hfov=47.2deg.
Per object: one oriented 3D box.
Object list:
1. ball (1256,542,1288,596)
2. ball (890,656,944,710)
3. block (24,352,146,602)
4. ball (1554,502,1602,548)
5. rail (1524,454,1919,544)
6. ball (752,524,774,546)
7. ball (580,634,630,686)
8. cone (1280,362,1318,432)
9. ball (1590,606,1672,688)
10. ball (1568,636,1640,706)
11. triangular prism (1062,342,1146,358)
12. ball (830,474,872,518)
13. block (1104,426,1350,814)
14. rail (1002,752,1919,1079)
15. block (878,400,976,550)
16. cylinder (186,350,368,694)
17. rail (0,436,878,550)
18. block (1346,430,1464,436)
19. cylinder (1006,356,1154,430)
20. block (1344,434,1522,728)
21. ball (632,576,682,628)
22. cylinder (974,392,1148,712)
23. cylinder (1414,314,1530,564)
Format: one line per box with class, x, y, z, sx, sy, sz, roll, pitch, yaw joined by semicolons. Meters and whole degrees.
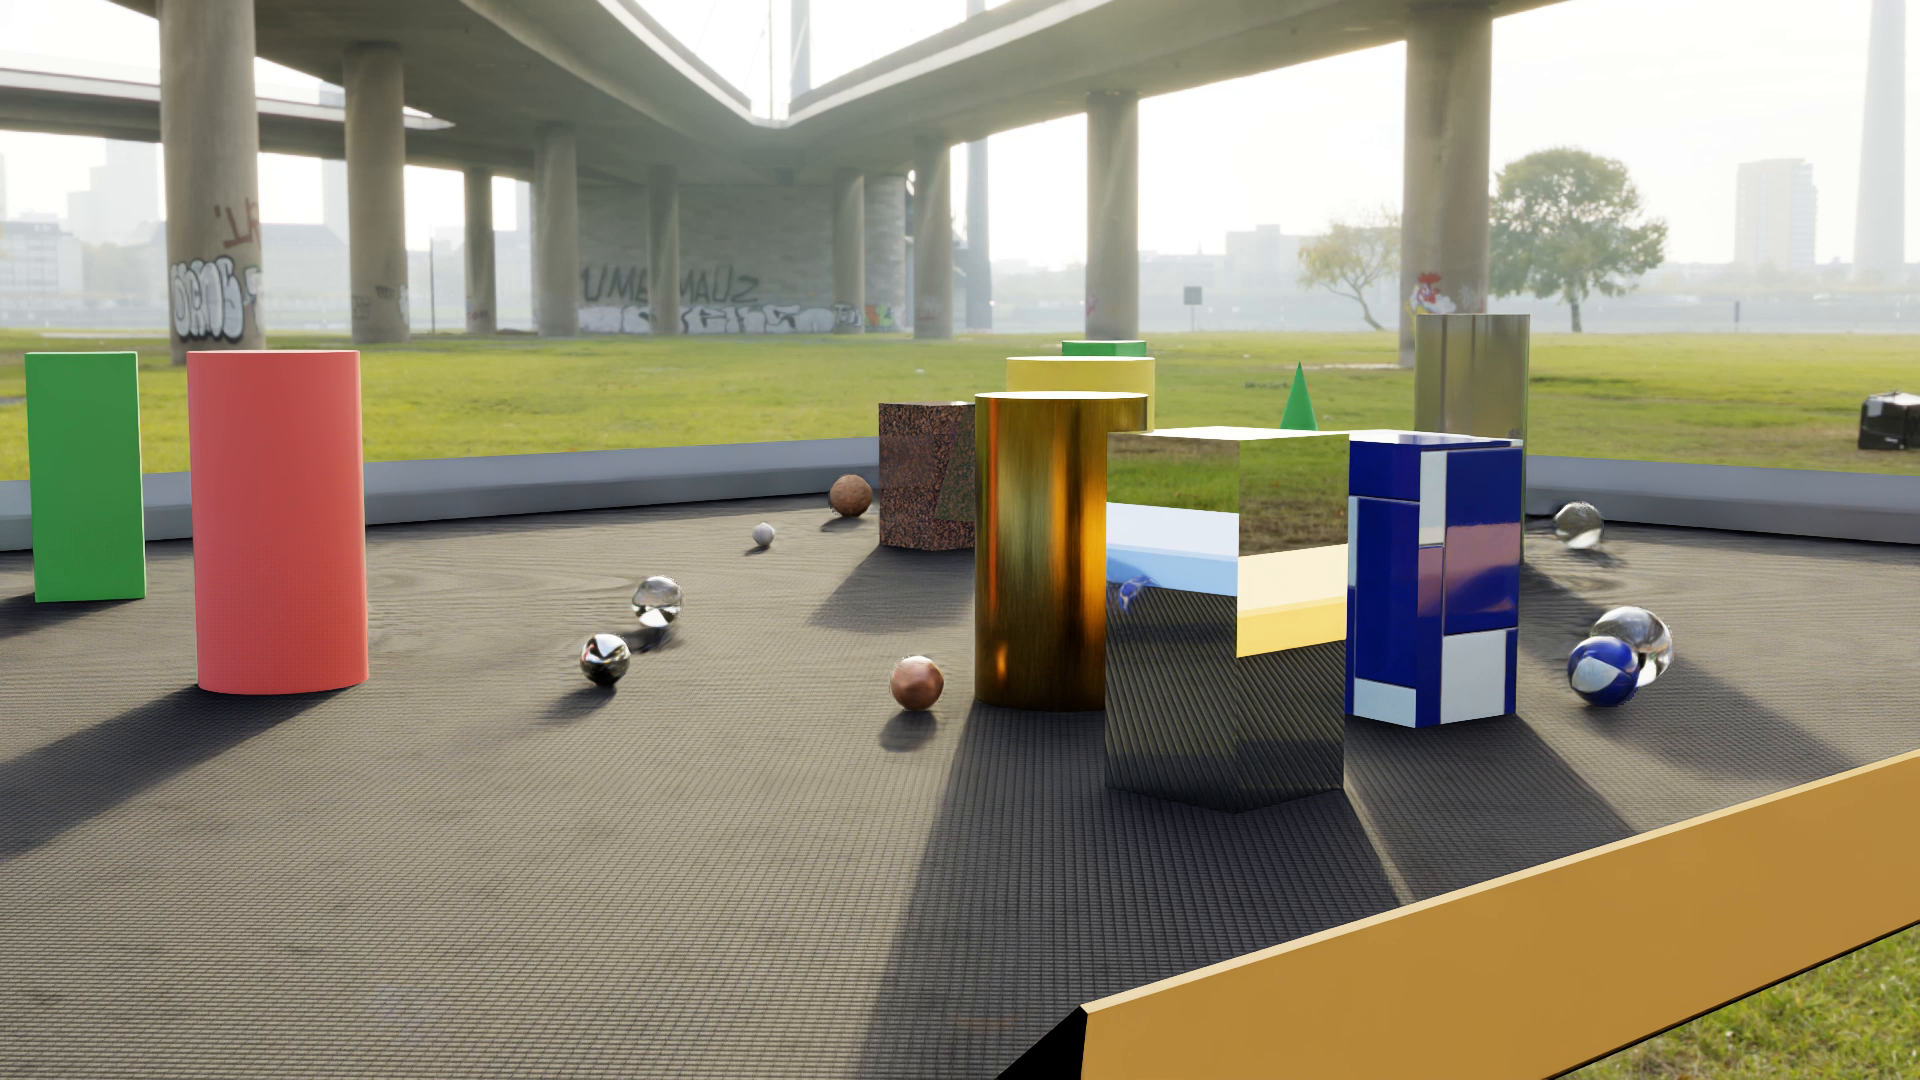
ball;0.507;0.045;3.441;0.085;0.085;0.085;0;6;0
ball;-0.048;0.160;2.453;0.060;0.060;0.060;0;6;0
block;-1.366;-0.103;3.443;0.157;0.379;0.157;-2;6;-20
ball;1.159;-0.027;4.121;0.086;0.086;0.086;0;6;0
rail;1.405;-0.101;4.622;0.045;0.128;3.516;-5;8;-42
ball;-0.373;-0.010;4.172;0.042;0.042;0.042;0;6;0
ball;-0.423;0.142;2.619;0.061;0.061;0.061;0;6;0
cone;0.629;-0.158;4.088;0.197;0.353;0.197;0;6;0
ball;0.793;0.127;2.602;0.096;0.096;0.096;0;6;0
ball;0.726;0.148;2.482;0.079;0.079;0.079;0;6;0
triangular prism;0.319;-0.215;4.497;0.148;0.381;0.170;-4;7;-33
ball;-0.236;-0.095;4.745;0.092;0.092;0.092;0;6;0
block;0.247;0.066;2.042;0.157;0.332;0.157;-6;8;-43
rail;1.176;0.166;2.064;3.872;0.128;0.045;-5;8;-42
block;-0.043;-0.125;4.181;0.157;0.269;0.157;-5;8;-42
cylinder;-0.815;-0.027;2.633;0.197;0.396;0.197;0;6;0
rail;-1.176;-0.099;4.599;3.872;0.128;0.045;-5;8;-42
block;0.525;0.012;2.769;0.157;0.290;0.157;-3;7;-30
cylinder;0.160;-0.051;2.936;0.197;0.381;0.197;0;6;0
block;0.507;0.039;2.445;0.157;0.303;0.157;-4;7;-34
ball;-0.426;0.087;3.098;0.072;0.072;0.072;0;6;0
cylinder;0.115;0.008;2.526;0.197;0.348;0.197;0;6;0
cylinder;0.903;-0.180;3.893;0.197;0.438;0.197;0;6;0
